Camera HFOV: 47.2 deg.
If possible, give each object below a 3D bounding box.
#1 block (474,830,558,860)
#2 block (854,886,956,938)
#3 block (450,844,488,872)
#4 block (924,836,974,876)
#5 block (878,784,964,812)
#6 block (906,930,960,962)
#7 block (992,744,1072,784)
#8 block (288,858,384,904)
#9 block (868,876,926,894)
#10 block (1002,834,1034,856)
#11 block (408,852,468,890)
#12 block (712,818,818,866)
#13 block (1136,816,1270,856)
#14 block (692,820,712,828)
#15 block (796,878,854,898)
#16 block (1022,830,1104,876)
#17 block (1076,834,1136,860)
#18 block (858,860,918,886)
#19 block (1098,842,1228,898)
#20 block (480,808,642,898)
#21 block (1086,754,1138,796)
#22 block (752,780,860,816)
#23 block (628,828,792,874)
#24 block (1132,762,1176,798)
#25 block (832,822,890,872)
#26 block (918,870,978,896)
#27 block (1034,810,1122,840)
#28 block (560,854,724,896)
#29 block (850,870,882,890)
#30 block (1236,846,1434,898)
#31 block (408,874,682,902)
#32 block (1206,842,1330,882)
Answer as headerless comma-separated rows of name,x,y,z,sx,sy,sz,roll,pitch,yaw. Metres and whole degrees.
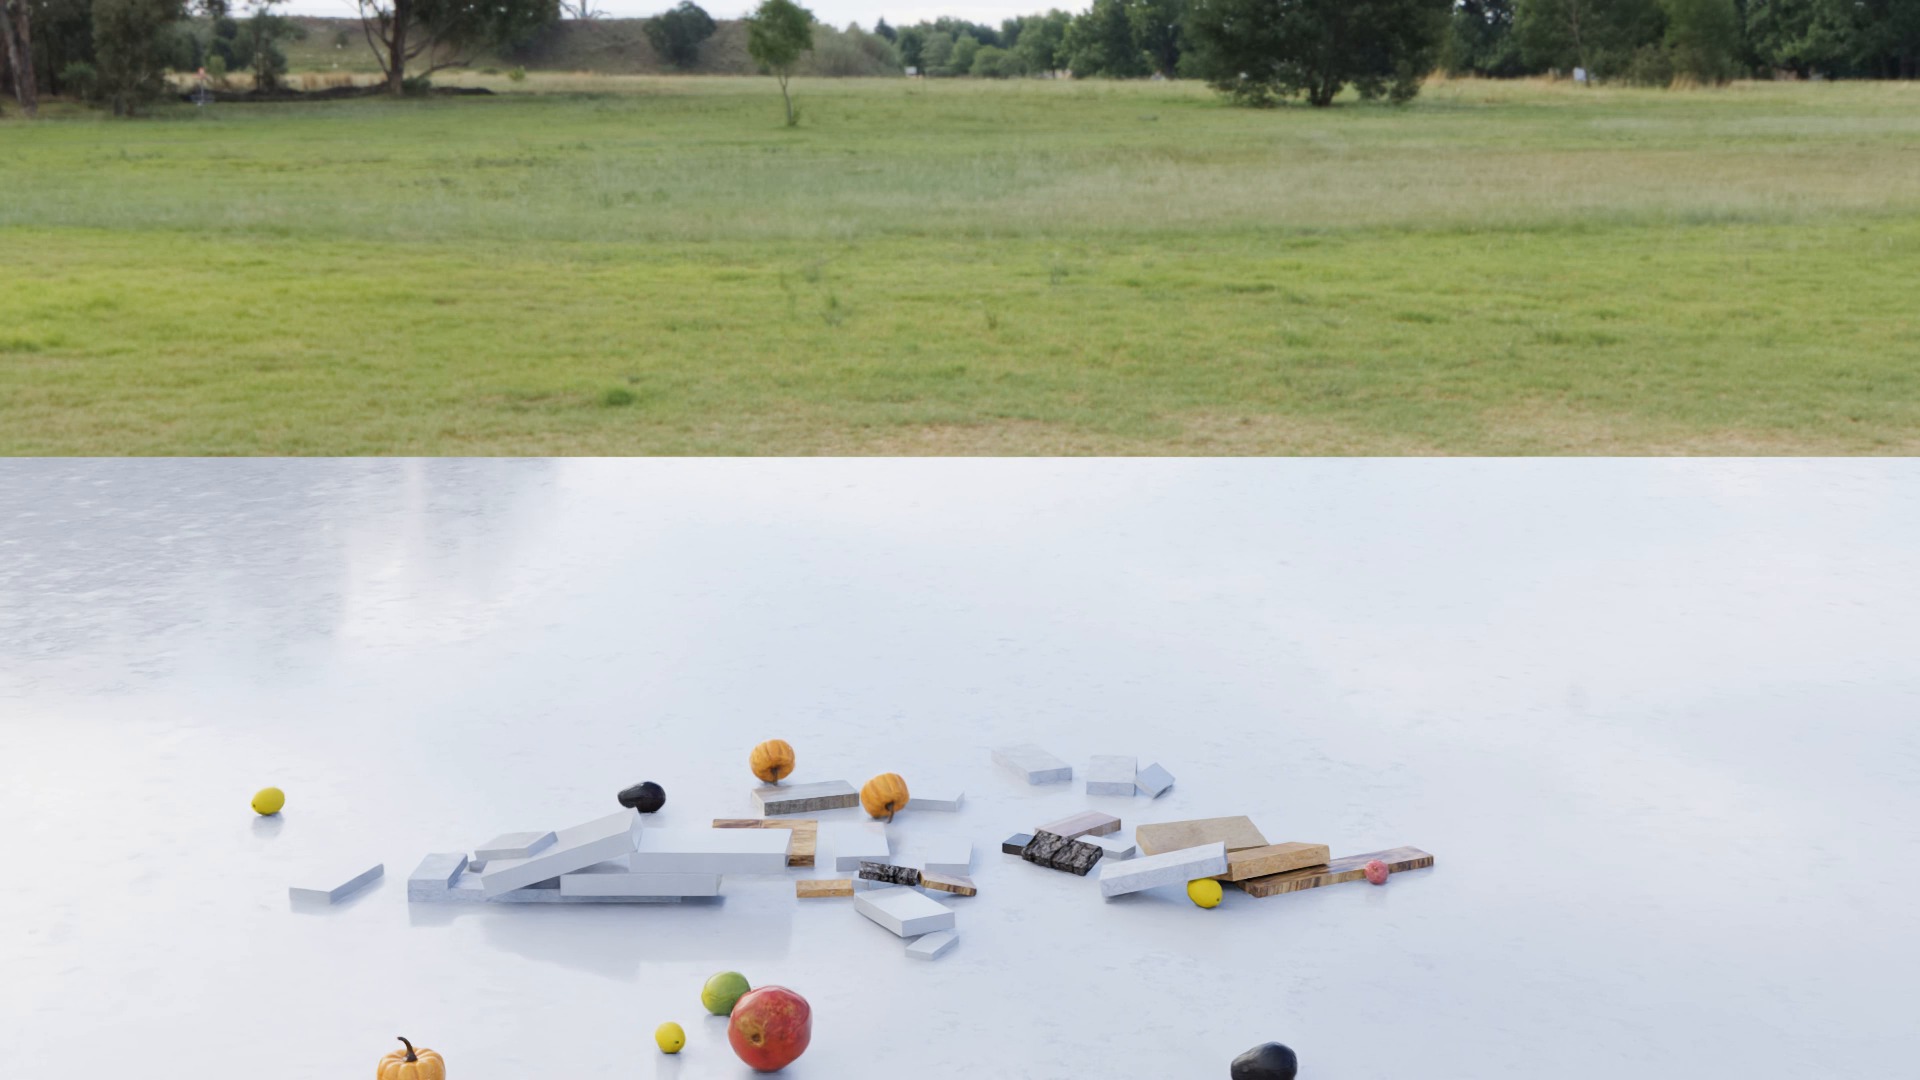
block,-0.740,0.509,3.662,0.133,0.019,0.067,-9,14,37
block,-0.091,0.595,3.532,0.092,0.026,0.184,-5,7,-26
block,-0.816,0.548,3.841,0.133,0.019,0.067,-10,14,-42
block,-0.018,0.549,3.829,0.075,0.021,0.149,1,11,4
block,-0.073,0.488,4.158,0.149,0.021,0.075,2,11,13
block,-0.043,0.630,3.417,0.046,0.013,0.093,5,12,27
block,0.141,0.445,4.378,0.092,0.026,0.184,-4,11,-22
block,-1.048,0.573,3.700,0.079,0.022,0.158,3,11,18
block,-0.105,0.569,3.658,0.093,0.013,0.046,7,11,-8
block,0.145,0.543,3.874,0.127,0.018,0.063,6,12,27
block,-0.874,0.555,3.683,0.067,0.019,0.133,0,11,2
block,-0.343,0.528,3.837,0.185,0.026,0.092,0,34,1
block,0.424,0.530,3.852,0.209,0.030,0.104,-3,24,-16
block,-0.407,0.532,3.920,0.158,0.022,0.079,4,11,22
block,-0.226,0.582,3.674,0.095,0.014,0.048,-1,11,-5
block,0.176,0.542,3.805,0.127,0.018,0.063,10,35,34
block,0.252,0.543,3.883,0.104,0.015,0.052,7,13,34
block,-0.120,0.554,3.652,0.095,0.014,0.048,8,11,-2
block,0.339,0.547,3.656,0.209,0.030,0.104,-13,3,9
block,-0.657,0.516,3.642,0.255,0.036,0.127,-18,11,0
block,0.298,0.459,4.300,0.092,0.026,0.185,1,11,6
block,-0.292,0.487,4.154,0.184,0.026,0.092,-4,11,-19
block,-0.411,0.516,3.649,0.255,0.036,0.127,0,11,1
block,0.374,0.463,4.239,0.052,0.015,0.104,40,24,15
block,-0.176,0.539,3.871,0.092,0.026,0.188,-1,11,-5
block,-0.022,0.571,3.664,0.093,0.013,0.046,12,11,-16
block,0.214,0.522,3.977,0.149,0.021,0.075,-10,15,-44
block,-0.525,0.552,3.652,0.255,0.036,0.127,0,11,0
block,-0.132,0.575,3.675,0.095,0.014,0.048,10,11,4
block,0.643,0.565,3.754,0.365,0.018,0.063,-5,12,-26
block,-0.686,0.579,3.666,0.449,0.022,0.079,0,11,0
block,0.516,0.547,3.748,0.209,0.030,0.104,-5,-1,-30
